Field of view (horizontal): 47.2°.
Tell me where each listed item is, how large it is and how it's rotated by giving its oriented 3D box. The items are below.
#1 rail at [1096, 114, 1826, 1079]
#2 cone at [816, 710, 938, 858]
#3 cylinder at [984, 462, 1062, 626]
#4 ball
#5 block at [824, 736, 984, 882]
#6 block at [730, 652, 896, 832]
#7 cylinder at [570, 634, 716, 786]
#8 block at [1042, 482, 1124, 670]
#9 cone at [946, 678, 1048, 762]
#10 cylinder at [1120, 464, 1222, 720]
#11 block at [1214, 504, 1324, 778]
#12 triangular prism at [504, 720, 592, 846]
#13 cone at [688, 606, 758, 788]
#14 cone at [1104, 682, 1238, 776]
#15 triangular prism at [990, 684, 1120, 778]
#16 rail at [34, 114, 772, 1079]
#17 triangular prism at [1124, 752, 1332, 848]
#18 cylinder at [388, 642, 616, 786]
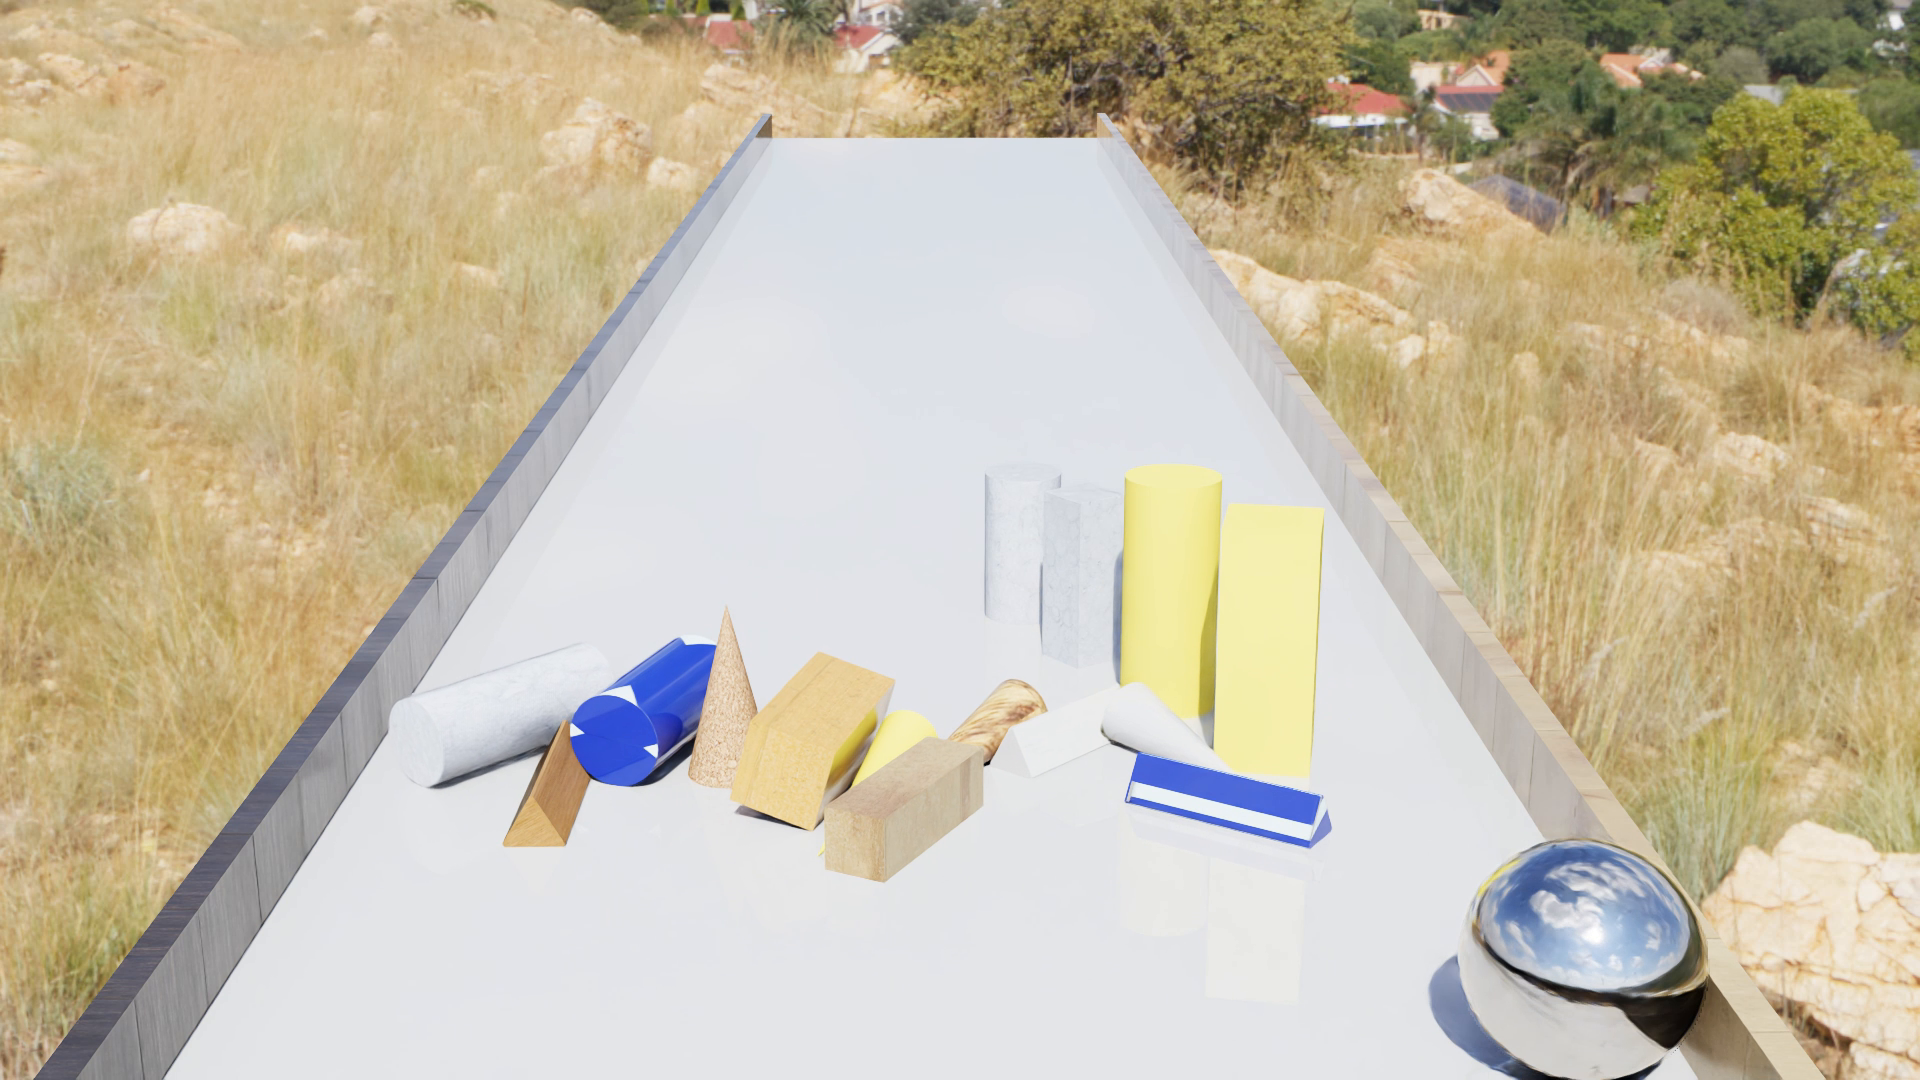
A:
[{"bbox_3d":[0.932,-0.844,7.801,0.050,0.150,12.000,0,17,-1],"label":"rail"},{"bbox_3d":[-0.160,0.428,3.690,0.110,0.110,0.412,6,25,19],"label":"cone"},{"bbox_3d":[0.132,0.007,4.656,0.160,0.312,0.160,0,17,0],"label":"cylinder"},{"bbox_3d":[0.806,0.543,2.853,0.312,0.312,0.312,0,17,0],"label":"ball"},{"bbox_3d":[-0.087,0.434,3.580,0.107,0.107,0.339,9,19,27],"label":"block"},{"bbox_3d":[-0.247,0.338,3.764,0.150,0.150,0.352,20,20,9],"label":"block"},{"bbox_3d":[-0.542,0.300,3.926,0.167,0.167,0.332,5,17,18],"label":"cylinder"},{"bbox_3d":[0.246,0.071,4.391,0.114,0.341,0.114,-12,20,-35],"label":"block"},{"bbox_3d":[-0.018,0.384,3.831,0.120,0.120,0.432,12,28,35],"label":"cone"},{"bbox_3d":[0.394,0.096,4.122,0.180,0.446,0.180,0,17,0],"label":"cylinder"},{"bbox_3d":[0.543,0.175,3.864,0.167,0.442,0.167,3,17,11],"label":"block"},{"bbox_3d":[-0.691,0.405,3.706,0.099,0.086,0.338,0,17,-1],"label":"triangular prism"},{"bbox_3d":[-0.401,0.257,3.816,0.152,0.312,0.152,0,17,0],"label":"cone"},{"bbox_3d":[0.414,0.380,3.846,0.117,0.117,0.374,-12,29,-35],"label":"cone"},{"bbox_3d":[0.189,0.335,3.949,0.095,0.083,0.301,14,22,40],"label":"triangular prism"},{"bbox_3d":[-1.118,-0.838,7.780,0.050,0.150,12.000,0,17,-1],"label":"rail"},{"bbox_3d":[0.446,0.424,3.660,0.341,0.076,0.088,11,19,32],"label":"triangular prism"},{"bbox_3d":[-0.808,0.307,3.918,0.158,0.158,0.386,14,22,39],"label":"cylinder"}]
